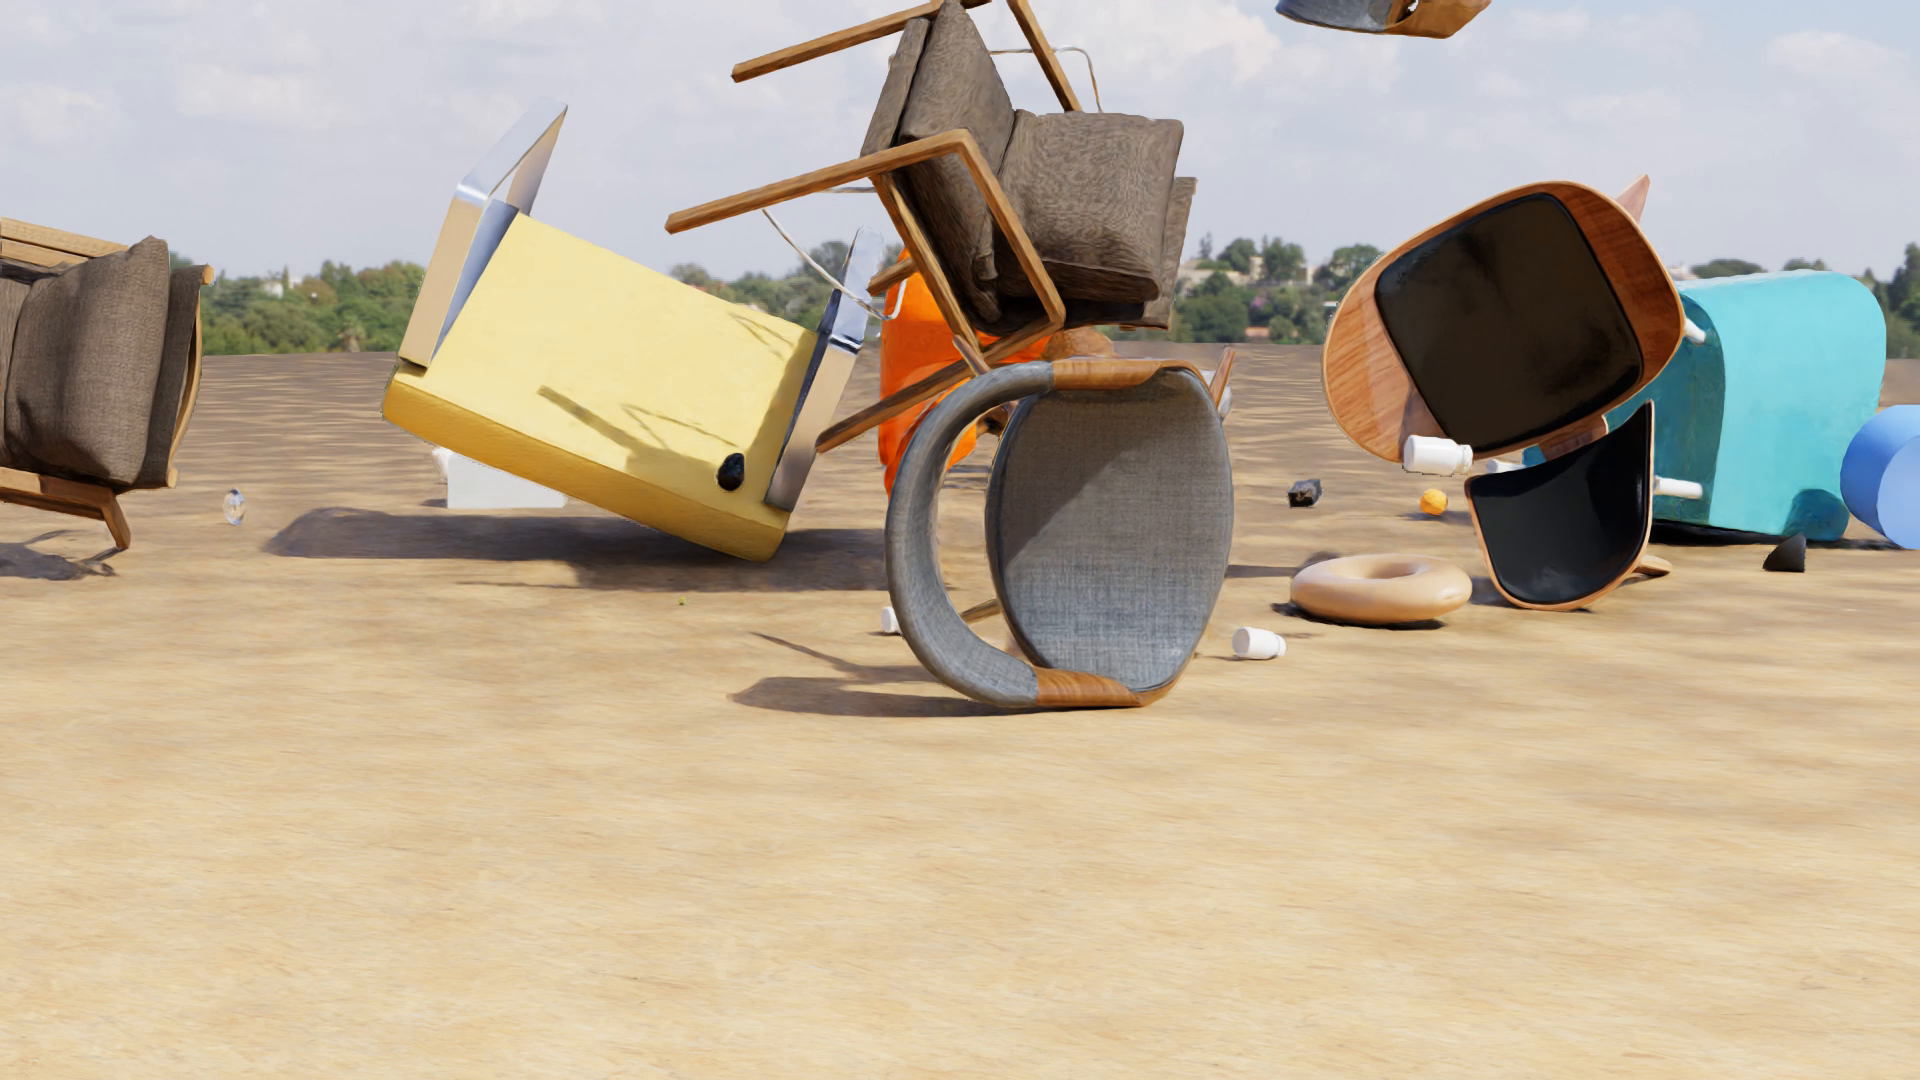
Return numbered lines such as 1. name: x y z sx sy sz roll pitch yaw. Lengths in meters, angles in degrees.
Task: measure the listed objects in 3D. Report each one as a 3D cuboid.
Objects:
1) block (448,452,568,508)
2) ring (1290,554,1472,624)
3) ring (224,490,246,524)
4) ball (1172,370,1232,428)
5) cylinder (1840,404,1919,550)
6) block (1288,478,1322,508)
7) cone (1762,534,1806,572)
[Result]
1. block: -1.302 -0.174 7.402 0.326 0.144 0.223 -1 6 -6
2. ring: 0.808 0.093 4.950 0.270 0.083 0.465 -16 10 -25
3. ring: -1.919 -0.087 6.791 0.071 0.096 0.024 12 15 35
4. ball: 0.784 -0.456 8.298 0.191 0.191 0.191 0 6 0
5. cylinder: 2.302 -0.153 6.195 0.298 0.318 0.157 -6 24 -14
6. block: 0.985 -0.134 7.322 0.066 0.045 0.105 -7 17 25
7. cone: 1.861 0.049 5.722 0.119 0.067 0.107 -35 -30 -2
